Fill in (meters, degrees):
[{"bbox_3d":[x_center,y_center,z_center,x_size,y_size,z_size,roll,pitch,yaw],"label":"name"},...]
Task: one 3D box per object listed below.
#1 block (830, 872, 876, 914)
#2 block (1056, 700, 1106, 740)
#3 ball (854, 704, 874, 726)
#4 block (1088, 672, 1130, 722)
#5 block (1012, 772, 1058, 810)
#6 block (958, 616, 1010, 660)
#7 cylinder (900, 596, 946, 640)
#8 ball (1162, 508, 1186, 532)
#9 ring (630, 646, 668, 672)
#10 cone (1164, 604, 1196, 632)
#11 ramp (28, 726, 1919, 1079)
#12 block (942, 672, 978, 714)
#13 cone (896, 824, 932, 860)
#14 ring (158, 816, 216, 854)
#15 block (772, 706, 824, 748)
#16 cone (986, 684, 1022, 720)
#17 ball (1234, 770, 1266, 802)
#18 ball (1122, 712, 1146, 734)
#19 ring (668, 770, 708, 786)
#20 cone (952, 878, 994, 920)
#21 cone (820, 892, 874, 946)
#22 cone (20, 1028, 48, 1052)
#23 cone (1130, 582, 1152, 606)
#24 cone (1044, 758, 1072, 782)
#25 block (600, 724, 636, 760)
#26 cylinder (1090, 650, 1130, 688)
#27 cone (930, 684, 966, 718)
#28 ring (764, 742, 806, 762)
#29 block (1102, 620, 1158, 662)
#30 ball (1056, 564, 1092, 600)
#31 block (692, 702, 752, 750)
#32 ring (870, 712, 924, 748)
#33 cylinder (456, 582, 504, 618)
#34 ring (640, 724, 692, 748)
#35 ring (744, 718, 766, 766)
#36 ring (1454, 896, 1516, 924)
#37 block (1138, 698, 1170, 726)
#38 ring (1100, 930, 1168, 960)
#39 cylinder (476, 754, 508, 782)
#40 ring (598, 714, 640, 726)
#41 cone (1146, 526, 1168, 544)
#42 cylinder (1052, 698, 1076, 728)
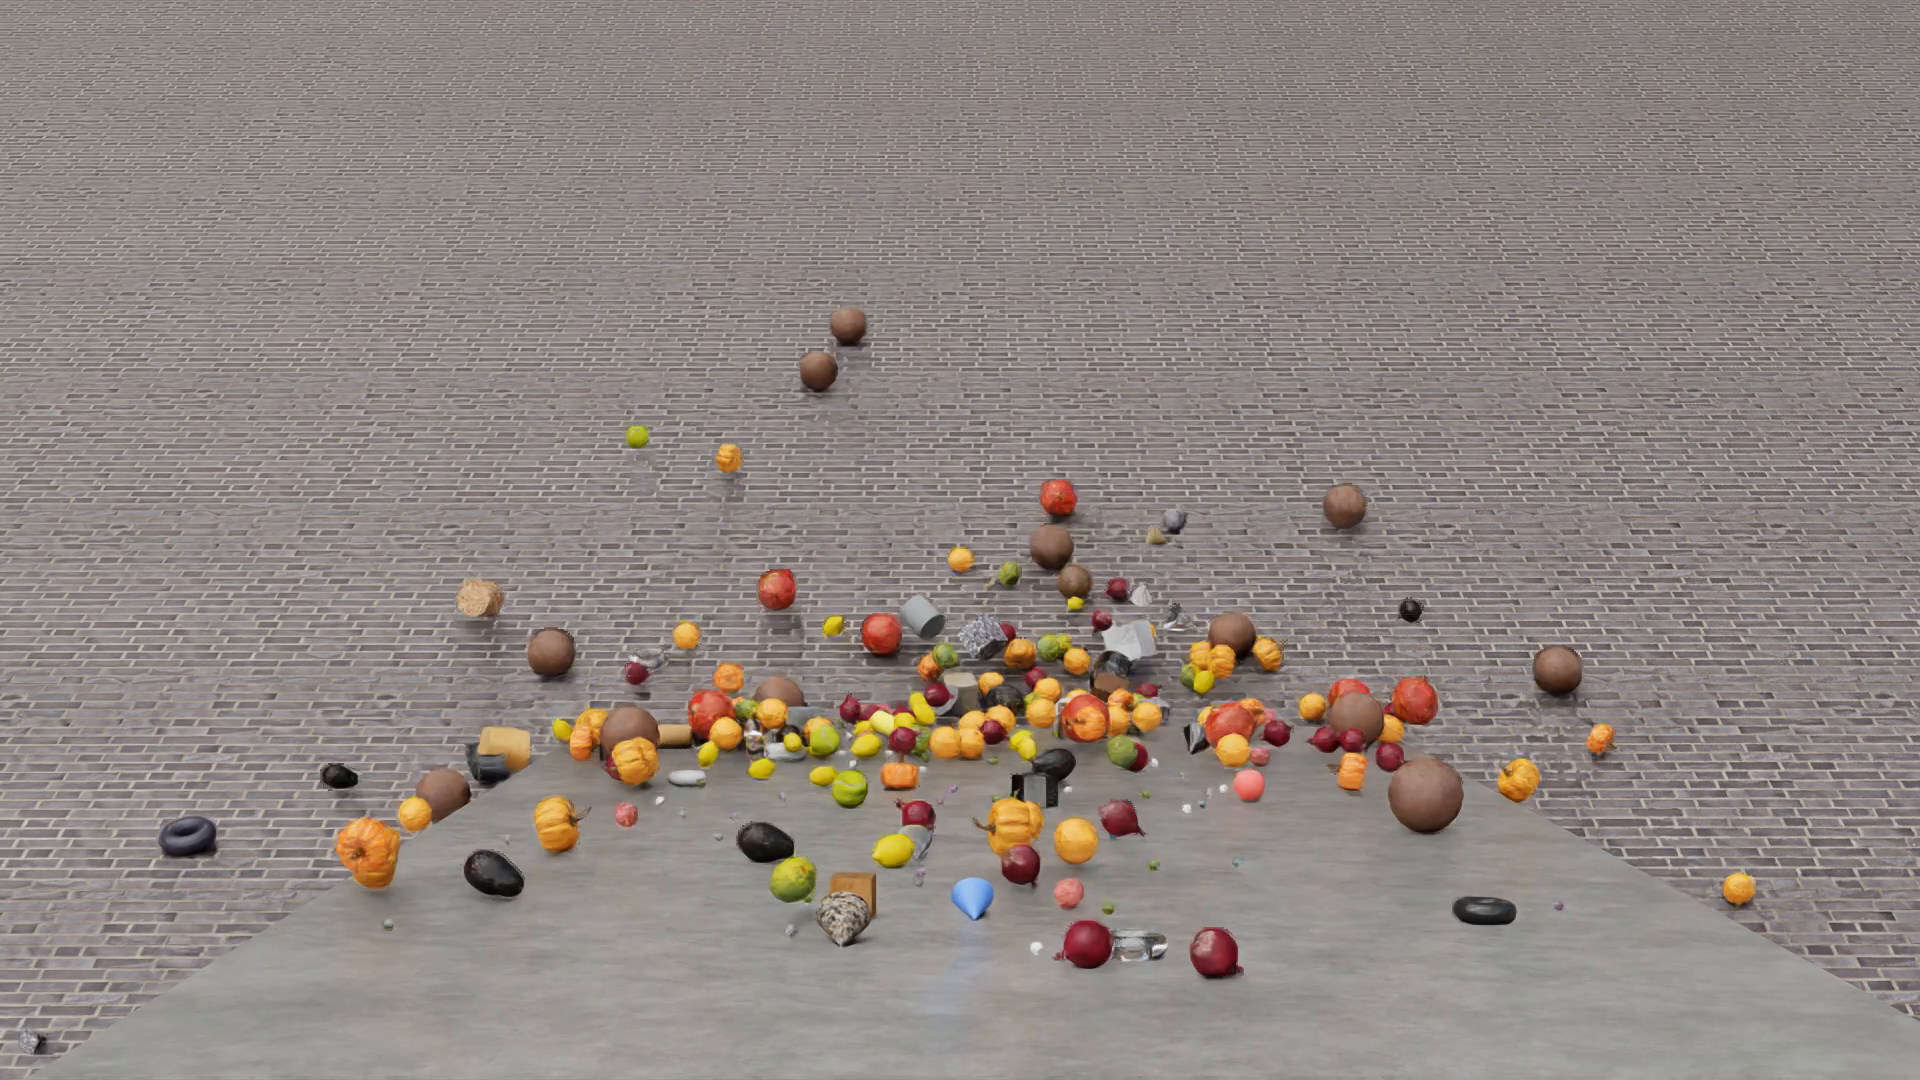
[{"bbox_3d":[-0.149,0.494,3.583,0.058,0.058,0.058,0,1,4],"label":"block"},{"bbox_3d":[0.296,0.438,6.268,0.086,0.086,0.086,-1,1,-40],"label":"block"},{"bbox_3d":[-0.249,0.457,6.724,0.056,0.056,0.056,0,27,0],"label":"ball"},{"bbox_3d":[0.390,0.413,6.799,0.085,0.085,0.085,17,29,8],"label":"block"},{"bbox_3d":[0.141,0.472,4.860,0.061,0.061,0.061,1,1,44],"label":"block"},{"bbox_3d":[0.063,0.265,6.989,0.083,0.083,0.083,11,41,-57],"label":"block"},{"bbox_3d":[-0.102,0.214,7.079,0.090,0.090,0.090,-21,38,-35],"label":"cylinder"},{"bbox_3d":[0.642,-0.061,7.746,0.071,0.071,0.071,0,27,0],"label":"ball"},{"bbox_3d":[-0.849,0.326,7.040,0.107,0.036,0.107,1,27,-1],"label":"ring"},{"bbox_3d":[0.629,0.232,7.219,0.083,0.083,0.083,23,23,-15],"label":"cone"},{"bbox_3d":[0.062,0.557,4.595,2.000,0.100,4.000,0,1,0],"label":"ramp"},{"bbox_3d":[-0.001,0.406,6.831,0.081,0.081,0.081,-6,25,-11],"label":"block"},{"bbox_3d":[-0.073,0.501,4.173,0.059,0.059,0.059,-3,28,-5],"label":"cone"},{"bbox_3d":[-1.877,0.718,6.271,0.136,0.045,0.136,-3,26,2],"label":"ring"},{"bbox_3d":[-0.381,0.440,6.082,0.088,0.088,0.088,1,1,40],"label":"block"},{"bbox_3d":[0.120,0.424,6.740,0.097,0.097,0.097,-3,-2,-6],"label":"cone"},{"bbox_3d":[0.555,0.471,4.956,0.061,0.061,0.061,0,27,0],"label":"ball"},{"bbox_3d":[0.431,0.451,6.390,0.055,0.055,0.055,0,27,0],"label":"ball"},{"bbox_3d":[-0.555,0.484,5.255,0.081,0.027,0.081,-1,1,0],"label":"ring"},{"bbox_3d":[0.019,0.510,3.581,0.060,0.060,0.060,-1,28,-2],"label":"cone"},{"bbox_3d":[-0.154,0.510,3.370,0.073,0.073,0.073,4,41,7],"label":"cone"},{"bbox_3d":[-1.995,1.080,5.593,0.054,0.054,0.054,16,5,29],"label":"cone"},{"bbox_3d":[0.518,0.143,7.352,0.063,0.063,0.063,0,37,0],"label":"cone"},{"bbox_3d":[0.192,0.483,5.280,0.061,0.061,0.061,8,14,15],"label":"cone"},{"bbox_3d":[-0.765,0.452,5.768,0.074,0.074,0.074,0,1,-4],"label":"block"},{"bbox_3d":[0.401,0.360,6.908,0.095,0.095,0.095,7,28,13],"label":"cylinder"},{"bbox_3d":[-0.011,0.440,6.719,0.095,0.095,0.095,-30,37,26],"label":"cone"},{"bbox_3d":[-0.395,0.472,5.757,0.106,0.035,0.106,1,0,0],"label":"ring"},{"bbox_3d":[0.459,0.279,6.993,0.097,0.097,0.097,-18,-7,28],"label":"block"},{"bbox_3d":[0.326,0.121,7.365,0.100,0.100,0.100,0,27,0],"label":"ball"},{"bbox_3d":[-0.556,0.436,6.042,0.098,0.098,0.098,1,1,34],"label":"block"},{"bbox_3d":[-0.145,0.441,5.995,0.137,0.046,0.137,28,-4,2],"label":"ring"},{"bbox_3d":[-1.337,0.165,7.194,0.098,0.098,0.098,7,-2,14],"label":"cylinder"},{"bbox_3d":[-0.680,0.460,6.077,0.146,0.049,0.146,0,0,0],"label":"ring"},{"bbox_3d":[-0.444,0.436,5.587,0.035,0.106,0.106,-8,28,-1],"label":"ring"},{"bbox_3d":[0.722,0.509,3.550,0.086,0.029,0.086,1,1,0],"label":"ring"},{"bbox_3d":[0.507,0.451,6.756,0.059,0.059,0.059,-2,21,-26],"label":"block"},{"bbox_3d":[0.220,0.514,3.279,0.087,0.029,0.087,-1,2,0],"label":"ring"},{"bbox_3d":[-0.967,0.470,5.331,0.055,0.055,0.055,-4,27,-17],"label":"cylinder"},{"bbox_3d":[-0.863,0.460,6.535,0.104,0.035,0.104,-1,2,0],"label":"ring"},{"bbox_3d":[0.594,-0.003,7.677,0.062,0.062,0.062,22,26,-10],"label":"cone"},{"bbox_3d":[0.262,0.435,6.396,0.063,0.063,0.063,3,53,-3],"label":"cylinder"}]
